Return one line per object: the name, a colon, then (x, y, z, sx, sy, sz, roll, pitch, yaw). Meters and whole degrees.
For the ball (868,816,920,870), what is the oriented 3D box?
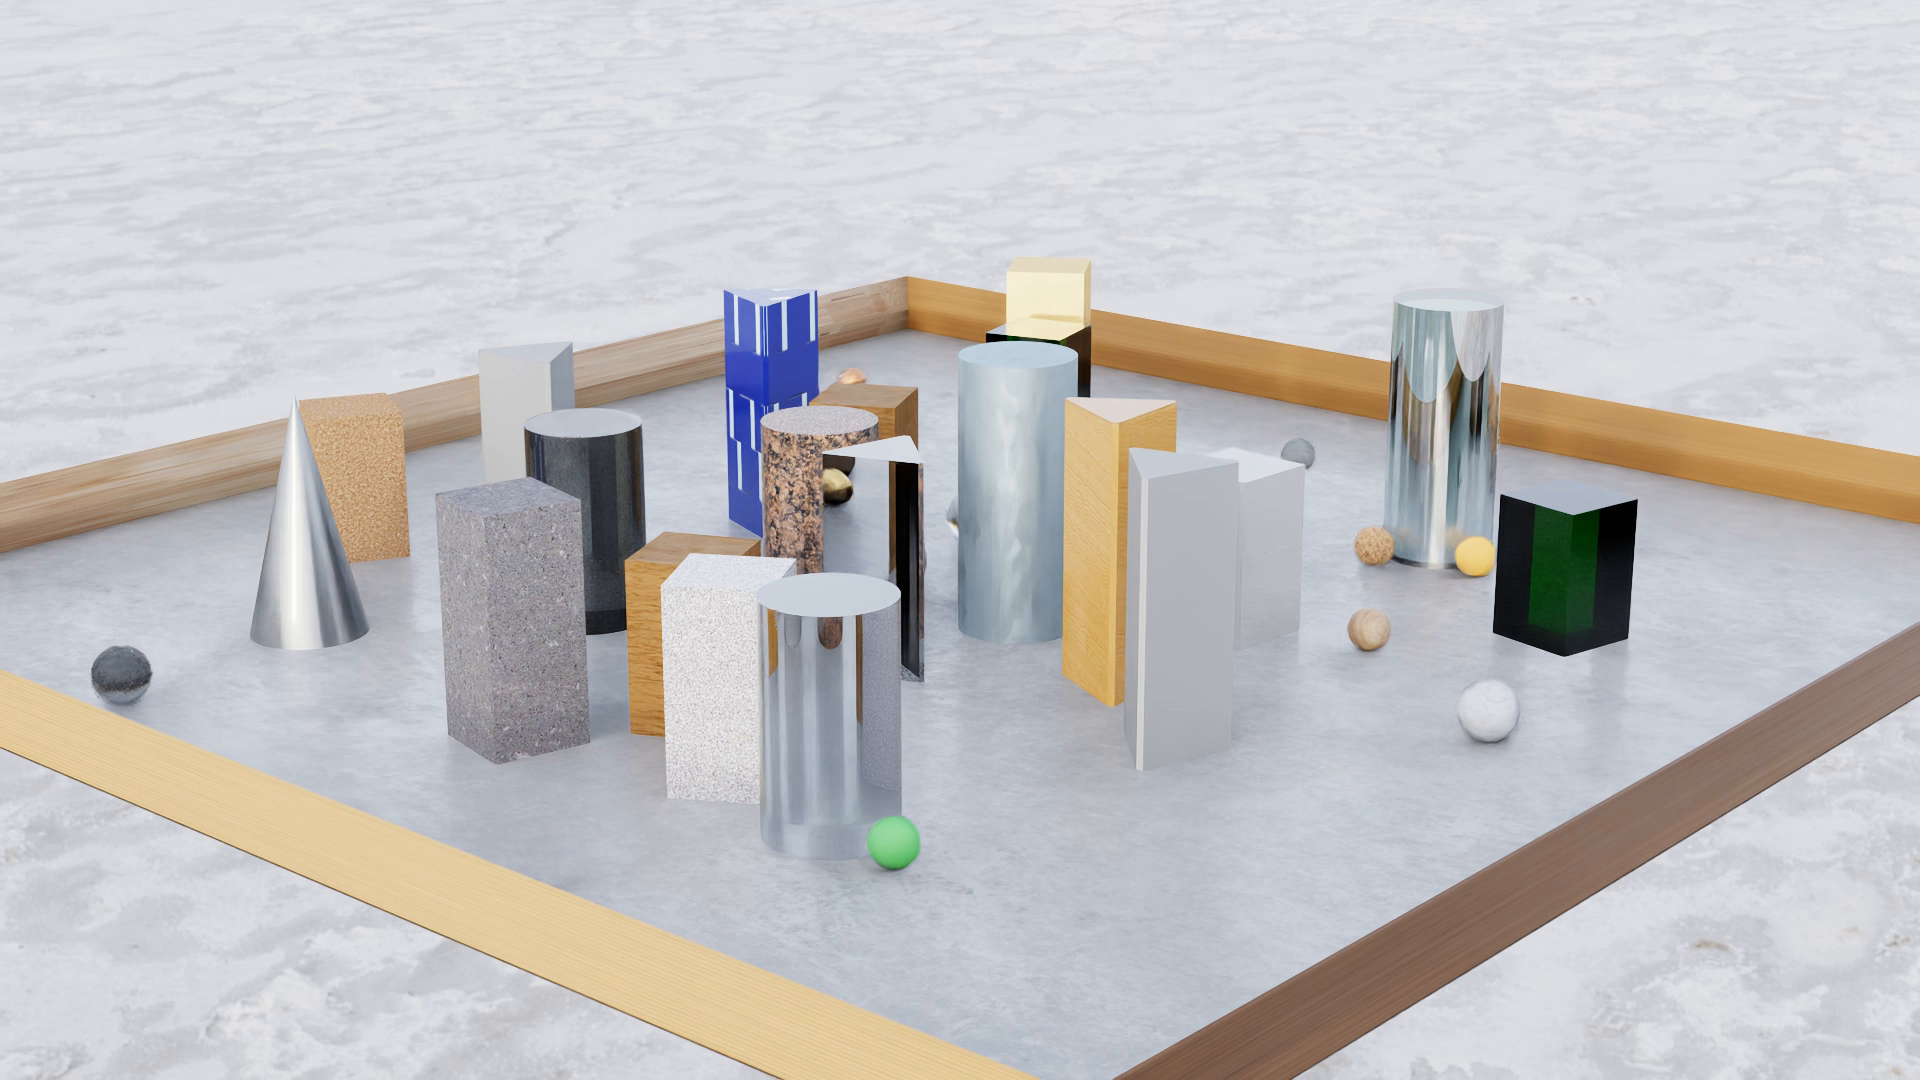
ball: (-0.090, 0.410, 3.969, 0.072, 0.072, 0.072, 0, 17, 0)

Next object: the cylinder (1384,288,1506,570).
cylinder: (0.873, -0.202, 5.303, 0.198, 0.474, 0.198, 0, 17, 0)

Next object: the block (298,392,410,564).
block: (-1.106, -0.113, 5.356, 0.158, 0.272, 0.158, -6, 18, -21)

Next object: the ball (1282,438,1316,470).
ball: (0.682, -0.172, 5.907, 0.068, 0.068, 0.068, 0, 17, 0)

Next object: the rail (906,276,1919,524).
rail: (0.981, -0.294, 6.202, 2.982, 0.129, 0.045, 14, 22, 39)

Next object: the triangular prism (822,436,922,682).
triangular prism: (-0.113, 0.025, 4.741, 0.172, 0.364, 0.149, 6, 18, 20)

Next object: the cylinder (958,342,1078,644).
cylinder: (0.095, -0.081, 4.905, 0.198, 0.471, 0.198, 0, 17, 0)

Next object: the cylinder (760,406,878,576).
cylinder: (-0.235, -0.034, 4.964, 0.198, 0.348, 0.198, 0, 17, 0)

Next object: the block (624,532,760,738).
block: (-0.404, 0.148, 4.485, 0.158, 0.276, 0.158, 5, 17, 16)

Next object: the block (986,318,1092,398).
block: (0.157, -0.276, 5.852, 0.158, 0.299, 0.158, 8, 18, 24)

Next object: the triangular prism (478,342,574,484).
triangular prism: (-0.750, -0.159, 5.313, 0.172, 0.385, 0.149, 12, 21, 35)

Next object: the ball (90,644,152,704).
ball: (-1.313, 0.211, 4.592, 0.093, 0.093, 0.093, 0, 17, 0)

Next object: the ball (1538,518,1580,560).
ball: (1.089, -0.002, 5.331, 0.075, 0.075, 0.075, 0, 17, 0)

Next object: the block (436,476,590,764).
block: (-0.670, 0.119, 4.397, 0.158, 0.382, 0.158, -12, 20, -34)

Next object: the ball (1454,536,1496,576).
ball: (0.919, 0.029, 5.232, 0.072, 0.072, 0.072, 0, 17, 0)

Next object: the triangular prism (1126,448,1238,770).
triangular prism: (0.295, 0.095, 4.365, 0.172, 0.447, 0.149, -11, 20, -32)

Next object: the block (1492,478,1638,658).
block: (1.007, 0.044, 4.885, 0.158, 0.243, 0.158, -12, 21, -35)

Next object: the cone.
cone: (-1.096, -0.045, 4.885, 0.198, 0.415, 0.198, 0, 17, 0)

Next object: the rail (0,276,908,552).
rail: (-1.108, -0.245, 6.041, 0.045, 0.129, 3.040, 14, 22, 39)

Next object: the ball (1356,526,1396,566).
ball: (0.750, 0.011, 5.295, 0.071, 0.071, 0.071, 0, 17, 0)

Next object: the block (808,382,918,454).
block: (-0.172, -0.115, 5.310, 0.158, 0.303, 0.158, 4, 17, 14)

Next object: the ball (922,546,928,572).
ball: (-0.092, 0.034, 5.222, 0.069, 0.069, 0.069, 0, 17, 0)

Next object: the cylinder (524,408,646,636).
cylinder: (-0.632, -0.033, 4.968, 0.198, 0.343, 0.198, 0, 17, 0)

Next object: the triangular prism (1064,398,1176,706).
triangular prism: (0.227, 0.009, 4.631, 0.149, 0.458, 0.172, 12, 21, 35)

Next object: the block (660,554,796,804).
block: (-0.329, 0.199, 4.236, 0.158, 0.321, 0.158, 3, 17, 10)

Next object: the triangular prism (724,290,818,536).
triangular prism: (-0.375, -0.244, 5.493, 0.149, 0.445, 0.172, 10, 19, 29)

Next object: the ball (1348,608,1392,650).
ball: (0.676, 0.147, 4.842, 0.071, 0.071, 0.071, 0, 17, 0)

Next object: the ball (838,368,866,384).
ball: (-0.238, -0.352, 6.515, 0.062, 0.062, 0.062, 0, 17, 0)

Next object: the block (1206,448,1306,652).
block: (0.461, 0.013, 4.909, 0.158, 0.289, 0.158, 16, 23, 42)

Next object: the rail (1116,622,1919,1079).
rail: (1.108, 0.310, 4.199, 0.045, 0.129, 3.040, 14, 22, 39)

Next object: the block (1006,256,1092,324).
block: (0.185, -0.391, 6.111, 0.158, 0.369, 0.158, 2, 17, 7)

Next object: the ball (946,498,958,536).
ball: (0.021, -0.043, 5.440, 0.090, 0.090, 0.090, 0, 17, 0)

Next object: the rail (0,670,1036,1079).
rail: (-0.981, 0.358, 4.038, 2.982, 0.129, 0.045, 14, 22, 39)

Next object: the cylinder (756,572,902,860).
cylinder: (-0.179, 0.242, 4.045, 0.198, 0.350, 0.198, 0, 17, 0)

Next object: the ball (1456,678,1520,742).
ball: (0.800, 0.258, 4.434, 0.095, 0.095, 0.095, 0, 17, 0)
